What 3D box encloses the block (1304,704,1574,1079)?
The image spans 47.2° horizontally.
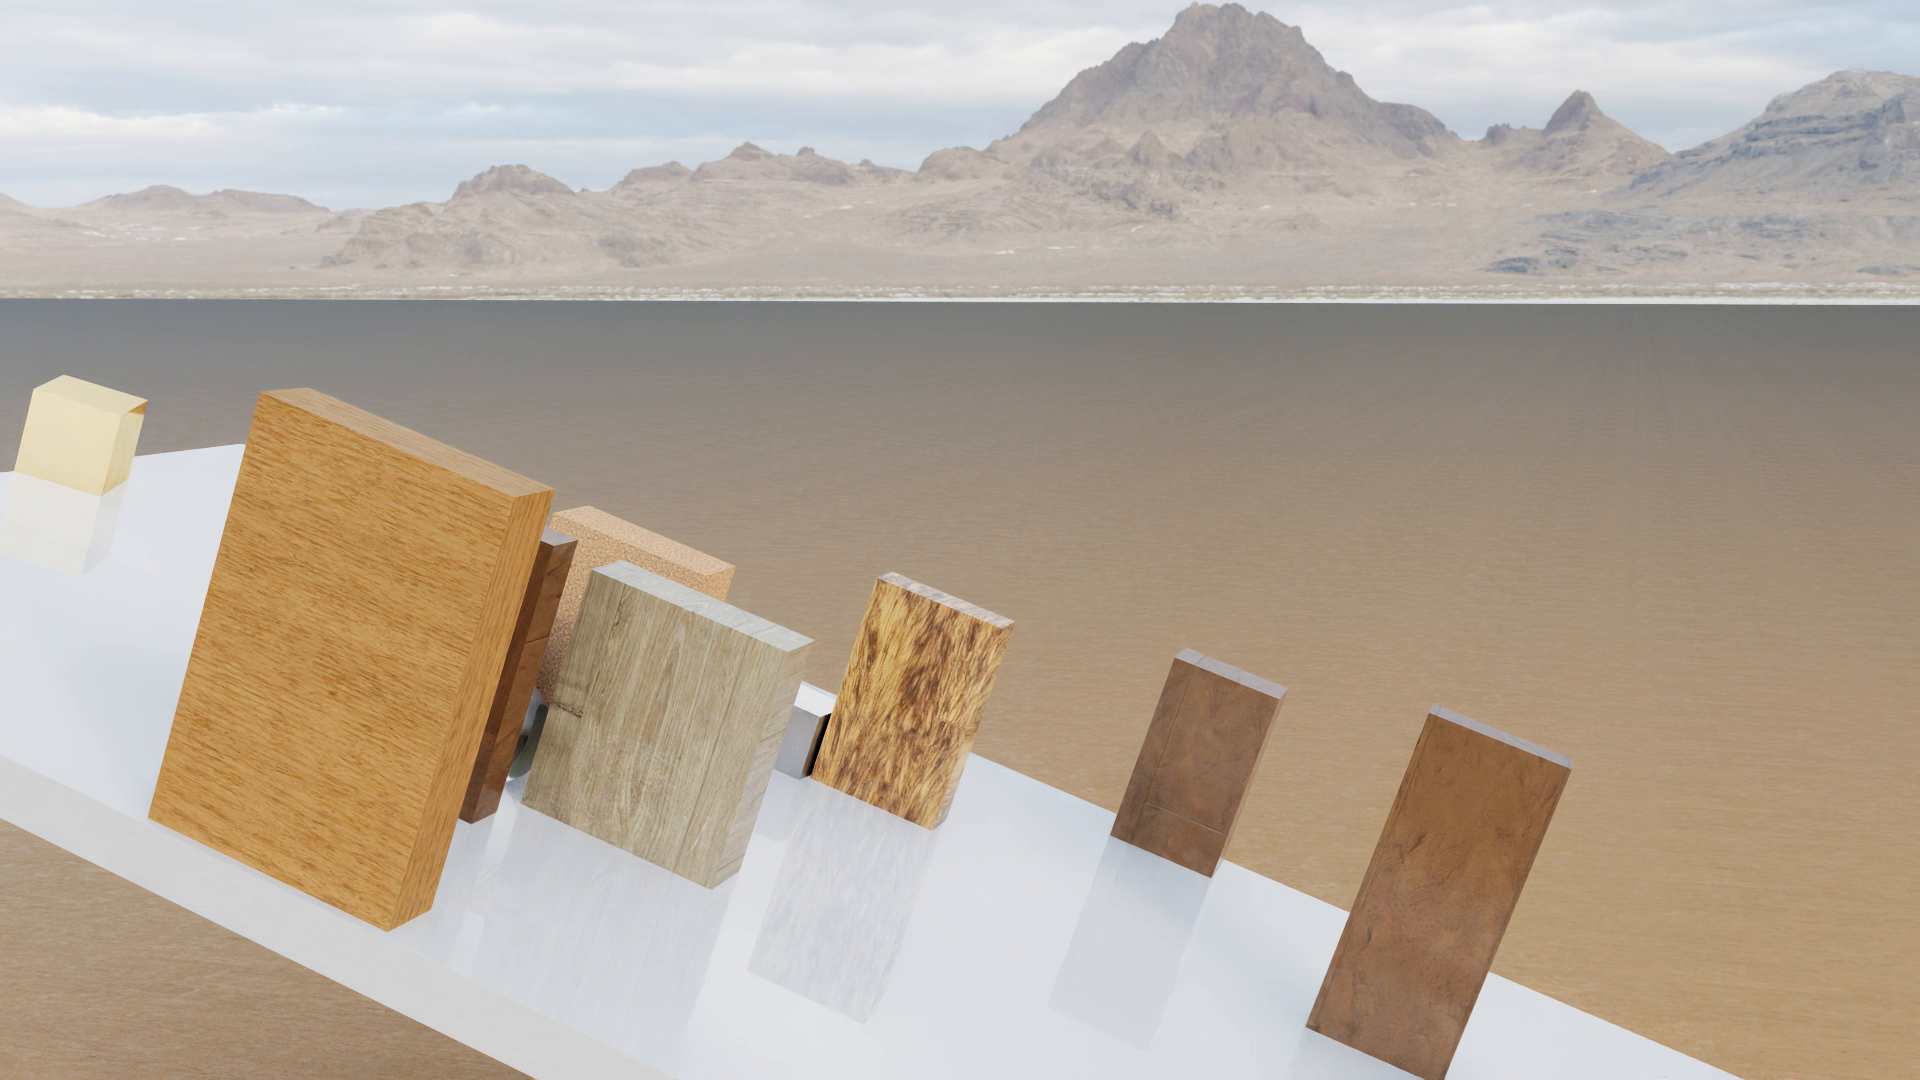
[{"bbox_3d":[0.895,0.666,4.125,0.271,0.657,0.092,22,12,14],"label":"block"}]

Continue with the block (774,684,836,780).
[{"bbox_3d":[-0.350,0.400,4.652,0.146,0.146,0.146,23,13,18],"label":"block"}]

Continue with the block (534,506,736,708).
[{"bbox_3d":[-0.688,0.195,4.391,0.340,0.422,0.149,22,12,14],"label":"block"}]

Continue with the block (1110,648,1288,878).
[{"bbox_3d":[0.530,0.493,4.881,0.244,0.432,0.133,22,12,14],"label":"block"}]

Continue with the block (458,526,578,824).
[{"bbox_3d":[-0.866,0.203,3.843,0.245,0.523,0.090,22,12,14],"label":"block"}]

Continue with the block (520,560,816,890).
[{"bbox_3d":[-0.527,0.328,3.951,0.394,0.460,0.129,22,12,14],"label":"block"}]

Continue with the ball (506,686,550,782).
[{"bbox_3d":[-0.850,0.341,4.011,0.207,0.207,0.207,0,7,0],"label":"ball"}]

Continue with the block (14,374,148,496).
[{"bbox_3d":[-1.966,-0.235,4.925,0.192,0.192,0.192,17,12,-7],"label":"block"}]

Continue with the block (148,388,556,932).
[{"bbox_3d":[-0.942,0.180,3.382,0.447,0.711,0.127,22,12,14],"label":"block"}]

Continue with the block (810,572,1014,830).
[{"bbox_3d":[-0.100,0.334,4.579,0.284,0.456,0.098,22,12,14],"label":"block"}]

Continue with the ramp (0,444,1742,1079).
[{"bbox_3d":[-0.342,0.633,4.216,4.000,0.100,2.000,22,12,14],"label":"ramp"}]
